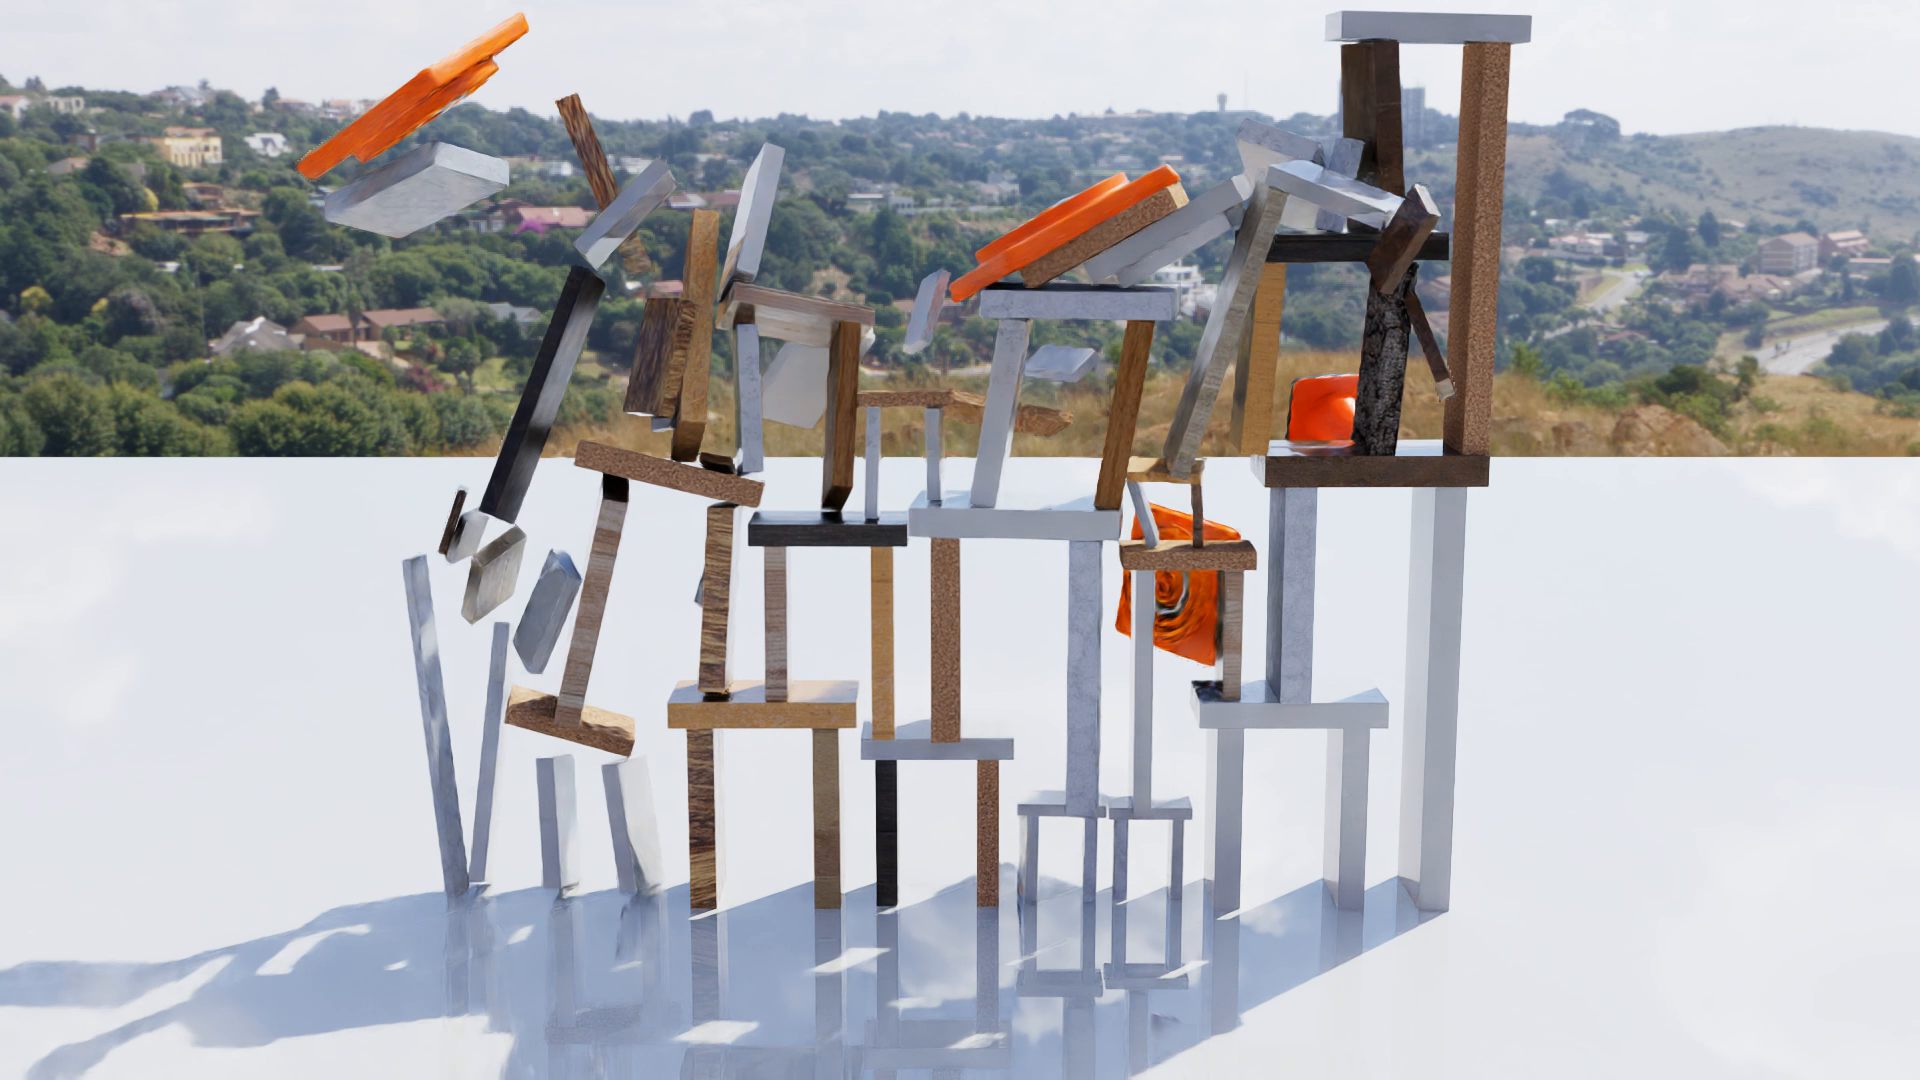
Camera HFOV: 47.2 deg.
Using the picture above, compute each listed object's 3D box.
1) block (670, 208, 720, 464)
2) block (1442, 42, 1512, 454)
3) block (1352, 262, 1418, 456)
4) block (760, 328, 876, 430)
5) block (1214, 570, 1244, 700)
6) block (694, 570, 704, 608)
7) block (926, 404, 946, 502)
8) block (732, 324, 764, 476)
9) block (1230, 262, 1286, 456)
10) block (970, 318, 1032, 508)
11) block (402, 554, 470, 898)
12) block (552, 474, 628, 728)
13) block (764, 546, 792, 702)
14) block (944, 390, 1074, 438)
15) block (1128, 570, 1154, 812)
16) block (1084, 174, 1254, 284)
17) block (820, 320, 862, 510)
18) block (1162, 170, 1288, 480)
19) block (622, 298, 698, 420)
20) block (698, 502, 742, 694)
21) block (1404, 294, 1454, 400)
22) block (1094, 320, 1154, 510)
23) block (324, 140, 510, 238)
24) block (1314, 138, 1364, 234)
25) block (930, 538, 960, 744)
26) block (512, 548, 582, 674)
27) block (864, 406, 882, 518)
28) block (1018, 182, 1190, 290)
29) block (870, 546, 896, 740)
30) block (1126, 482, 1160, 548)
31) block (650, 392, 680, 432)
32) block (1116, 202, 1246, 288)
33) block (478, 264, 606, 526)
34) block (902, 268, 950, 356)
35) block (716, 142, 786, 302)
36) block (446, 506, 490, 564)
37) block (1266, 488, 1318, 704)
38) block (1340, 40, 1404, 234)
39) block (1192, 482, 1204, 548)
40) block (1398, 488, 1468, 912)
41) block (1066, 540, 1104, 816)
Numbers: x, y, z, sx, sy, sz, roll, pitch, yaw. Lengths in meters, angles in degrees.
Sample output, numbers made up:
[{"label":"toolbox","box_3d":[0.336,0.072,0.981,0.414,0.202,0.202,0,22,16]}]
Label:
[{"label":"block","box_3d":[-0.440,-0.340,3.655,0.042,0.398,0.148,6,-25,-11]},{"label":"block","box_3d":[0.815,-0.459,3.473,0.041,0.633,0.145,1,11,0]},{"label":"block","box_3d":[0.675,-0.296,3.500,0.043,0.301,0.150,5,11,-1]},{"label":"block","box_3d":[-0.260,-0.295,3.824,0.123,0.246,0.035,12,47,-29]},{"label":"block","box_3d":[0.439,0.144,3.586,0.030,0.213,0.107,0,11,0]},{"label":"block","box_3d":[-0.421,0.067,3.727,0.014,0.102,0.051,9,-17,20]},{"label":"block","box_3d":[-0.040,-0.141,3.537,0.021,0.150,0.075,0,11,6]},{"label":"block","box_3d":[-0.347,-0.227,3.593,0.034,0.238,0.119,-2,-1,-10]},{"label":"block","box_3d":[0.473,-0.295,3.500,0.043,0.301,0.150,4,11,-1]},{"label":"block","box_3d":[0.067,-0.213,3.516,0.042,0.297,0.149,10,12,4]},{"label":"block","box_3d":[-0.864,0.308,3.629,0.015,0.569,0.054,-3,9,15]},{"label":"block","box_3d":[-0.610,0.098,3.633,0.042,0.399,0.149,12,17,-12]},{"label":"block","box_3d":[-0.296,0.124,3.582,0.036,0.254,0.127,0,11,-1]},{"label":"block","box_3d":[0.068,-0.212,3.707,0.258,0.019,0.068,8,-24,-35]},{"label":"block","box_3d":[0.297,0.237,3.604,0.030,0.403,0.107,0,11,0]},{"label":"block","box_3d":[0.326,-0.484,3.419,0.264,0.037,0.132,-28,4,20]},{"label":"block","box_3d":[-0.195,-0.203,3.606,0.034,0.287,0.119,6,-19,-11]},{"label":"block","box_3d":[0.406,-0.328,3.393,0.028,0.480,0.100,14,24,-8]},{"label":"block","box_3d":[-0.486,-0.295,3.563,0.095,0.191,0.027,8,-5,42]},{"label":"block","box_3d":[-0.391,0.092,3.591,0.042,0.297,0.148,4,4,0]},{"label":"block","box_3d":[0.689,-0.284,3.230,0.020,0.143,0.072,-21,-22,11]},{"label":"block","box_3d":[0.262,-0.208,3.492,0.042,0.297,0.149,10,12,3]},{"label":"block","box_3d":[-0.894,-0.573,3.613,0.296,0.042,0.148,-15,-16,38]},{"label":"block","box_3d":[0.590,-0.552,3.425,0.020,0.143,0.072,11,8,-14]},{"label":"block","box_3d":[-0.024,0.147,3.584,0.047,0.334,0.167,0,10,-1]},{"label":"block","box_3d":[-0.680,0.117,3.619,0.027,0.188,0.094,11,26,-35]},{"label":"block","box_3d":[-0.140,-0.127,3.537,0.021,0.178,0.075,2,6,0]},{"label":"block","box_3d":[0.226,-0.474,3.429,0.264,0.037,0.132,-27,4,18]},{"label":"block","box_3d":[-0.125,0.155,3.586,0.036,0.318,0.127,0,11,0]},{"label":"block","box_3d":[0.294,-0.051,3.545,0.017,0.117,0.059,-16,15,12]},{"label":"block","box_3d":[-0.477,-0.229,3.572,0.051,0.102,0.014,-7,-15,44]},{"label":"block","box_3d":[0.345,-0.456,3.413,0.201,0.028,0.100,-28,4,27]},{"label":"block","box_3d":[-0.662,-0.230,3.495,0.027,0.417,0.095,19,-5,10]},{"label":"block","box_3d":[-0.056,-0.383,3.687,0.019,0.137,0.068,24,-23,-23]},{"label":"block","box_3d":[-0.346,-0.522,3.643,0.035,0.246,0.123,17,-25,-16]},{"label":"block","box_3d":[-0.811,-0.009,3.628,0.015,0.109,0.054,44,41,16]},{"label":"block","box_3d":[0.538,0.074,3.578,0.050,0.353,0.176,0,11,0]},{"label":"block","box_3d":[0.645,-0.630,3.438,0.041,0.290,0.145,-6,12,-9]},{"label":"block","box_3d":[0.382,-0.052,3.534,0.017,0.117,0.059,-1,26,8]},{"label":"block","box_3d":[0.773,0.245,3.610,0.050,0.700,0.176,0,11,0]},{"label":"block","box_3d":[0.203,0.207,3.582,0.047,0.451,0.167,1,12,6]}]
